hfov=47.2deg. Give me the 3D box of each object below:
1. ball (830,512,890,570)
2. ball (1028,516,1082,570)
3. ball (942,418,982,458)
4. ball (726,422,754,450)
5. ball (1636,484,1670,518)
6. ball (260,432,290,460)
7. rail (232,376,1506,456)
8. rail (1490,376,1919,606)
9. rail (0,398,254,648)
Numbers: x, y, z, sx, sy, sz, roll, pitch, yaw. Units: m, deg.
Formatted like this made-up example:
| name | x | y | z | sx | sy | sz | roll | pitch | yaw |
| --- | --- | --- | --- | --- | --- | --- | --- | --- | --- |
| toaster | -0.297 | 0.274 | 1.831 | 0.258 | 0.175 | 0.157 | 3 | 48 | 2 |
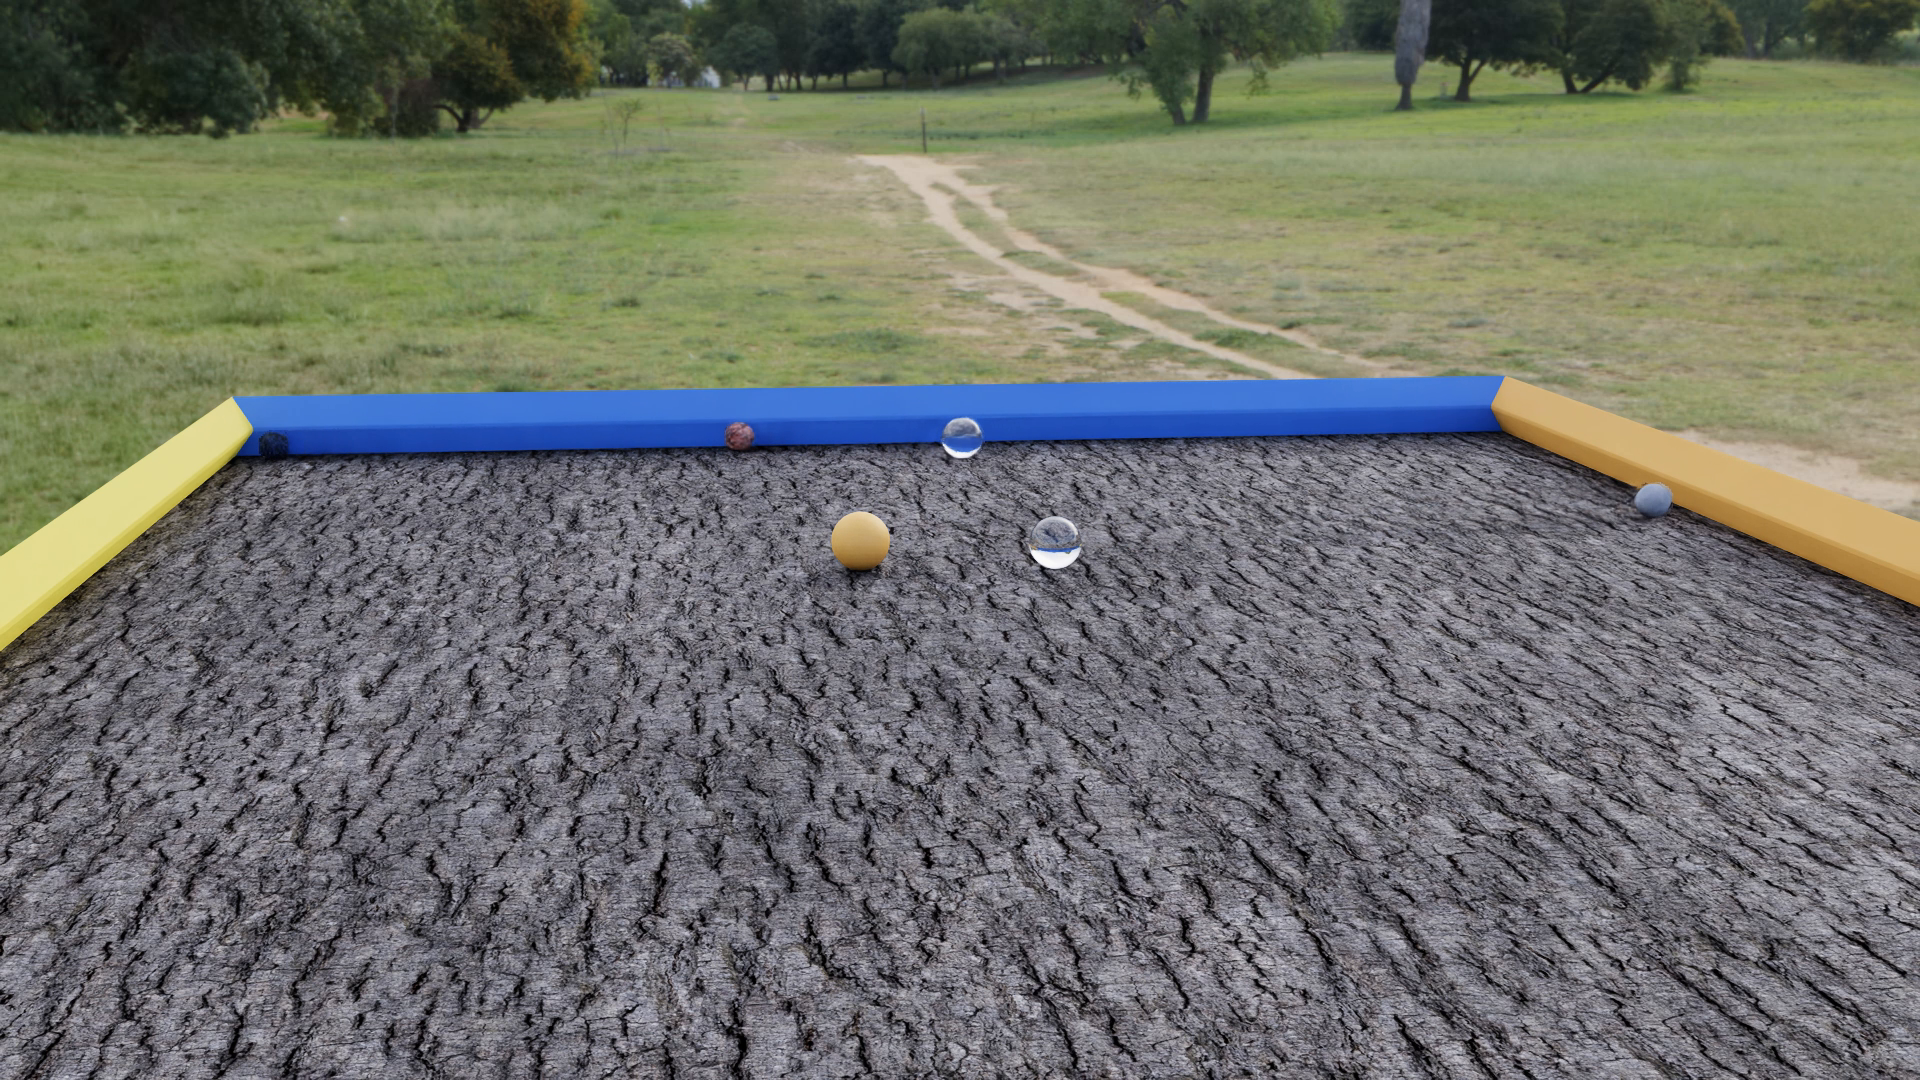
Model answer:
| name | x | y | z | sx | sy | sz | roll | pitch | yaw |
| --- | --- | --- | --- | --- | --- | --- | --- | --- | --- |
| ball | -0.143 | 0.002 | 3.160 | 0.085 | 0.085 | 0.085 | 0 | 12 | 0 |
| ball | 0.138 | 0.004 | 3.172 | 0.076 | 0.076 | 0.076 | 0 | 12 | 0 |
| ball | 0.004 | -0.190 | 4.107 | 0.077 | 0.077 | 0.077 | 0 | 12 | 0 |
| ball | -0.420 | -0.197 | 4.195 | 0.055 | 0.055 | 0.055 | 0 | 12 | 0 |
| ball | 1.118 | -0.063 | 3.547 | 0.055 | 0.055 | 0.055 | 0 | 12 | 0 |
| ball | -1.275 | -0.174 | 4.092 | 0.052 | 0.052 | 0.052 | 0 | 12 | 0 |
| rail | -0.132 | -0.240 | 4.261 | 2.485 | 0.110 | 0.045 | -1 | 12 | -7 |
| rail | 1.344 | 0.167 | 2.294 | 0.045 | 0.110 | 4.398 | -1 | 12 | -7 |
| rail | -1.075 | 0.228 | 2.001 | 0.045 | 0.110 | 4.398 | -1 | 12 | -7 |
